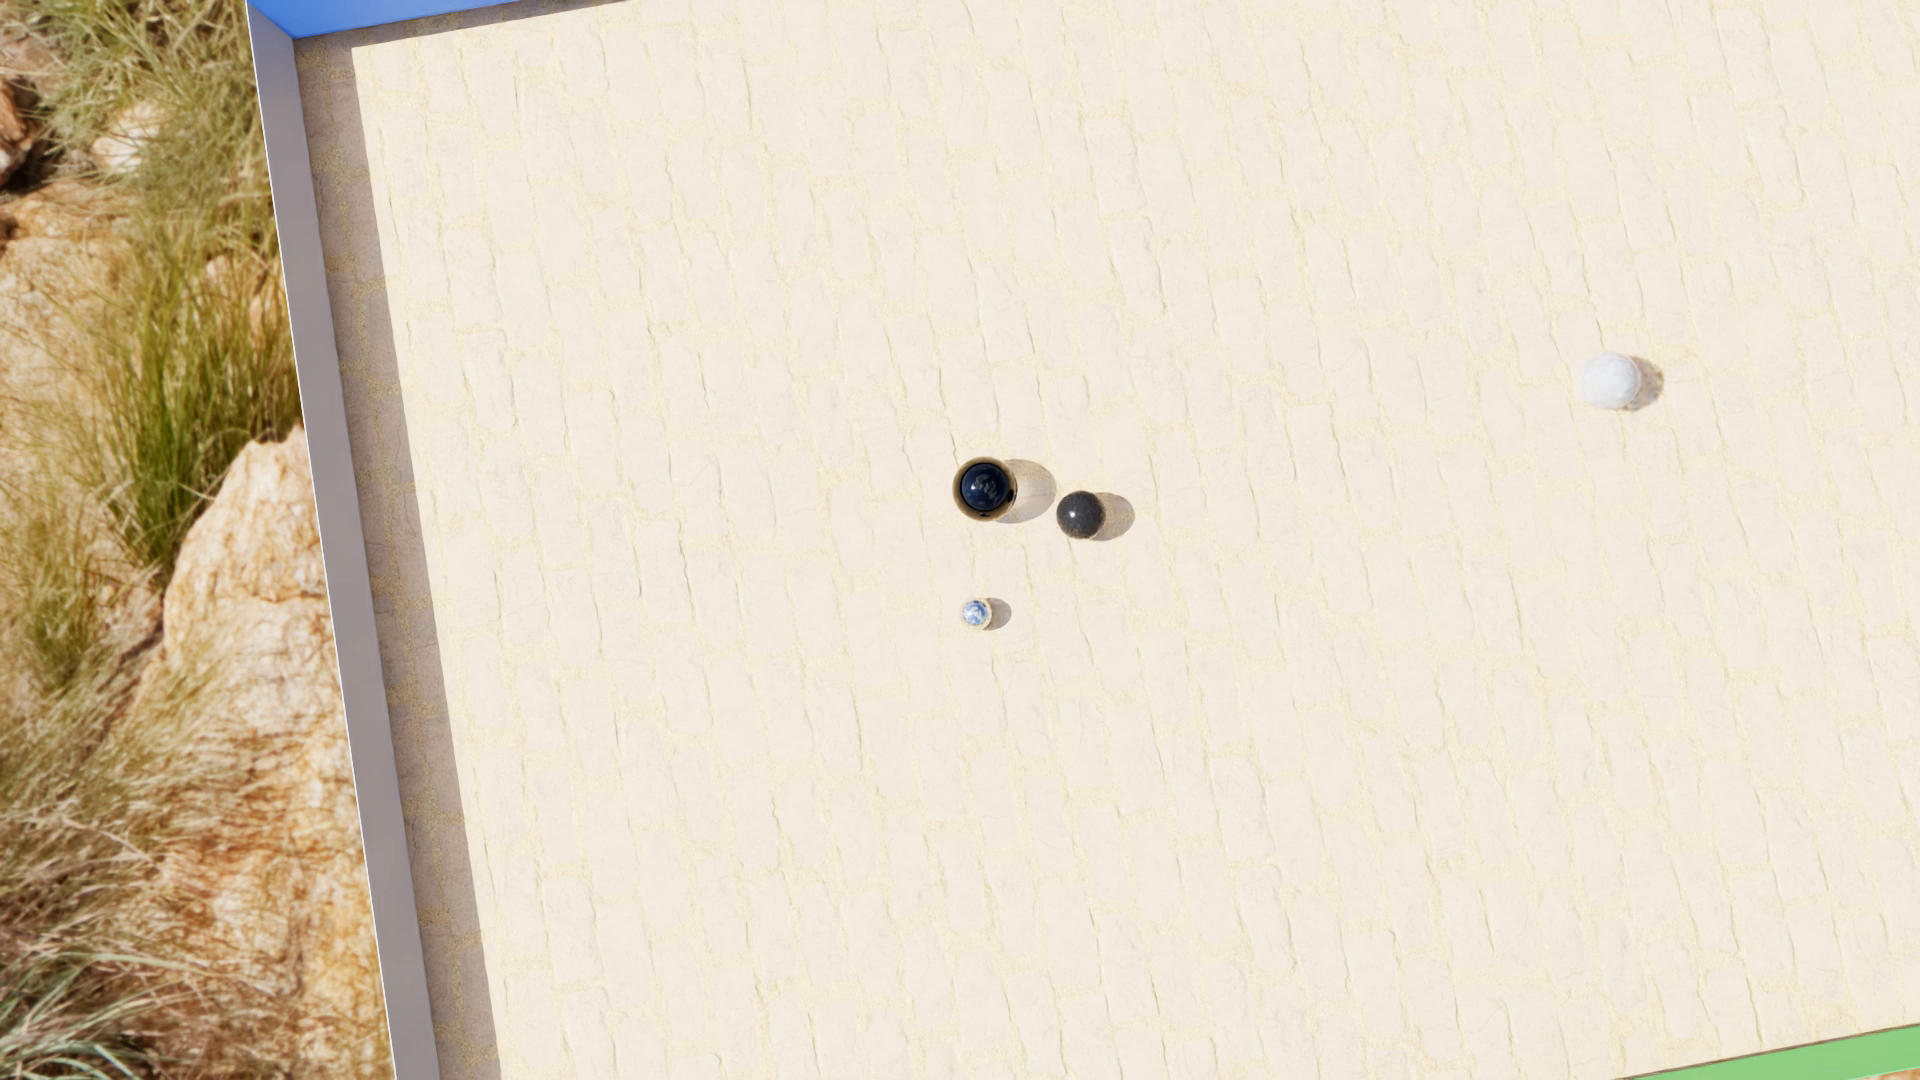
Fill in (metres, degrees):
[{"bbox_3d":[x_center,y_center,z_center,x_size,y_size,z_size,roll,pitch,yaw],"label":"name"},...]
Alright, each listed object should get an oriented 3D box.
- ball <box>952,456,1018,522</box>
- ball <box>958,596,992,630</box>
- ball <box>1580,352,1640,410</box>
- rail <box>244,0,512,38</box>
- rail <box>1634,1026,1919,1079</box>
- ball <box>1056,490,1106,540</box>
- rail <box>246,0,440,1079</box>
[{"bbox_3d":[0.037,-0.076,3.264,0.099,0.099,0.099,0,82,0],"label":"ball"},{"bbox_3d":[0.023,0.109,3.262,0.050,0.050,0.050,0,82,0],"label":"ball"},{"bbox_3d":[0.974,-0.239,3.294,0.088,0.088,0.088,0,82,0],"label":"ball"},{"bbox_3d":[0.727,-1.097,3.397,3.646,0.128,0.045,-10,82,-1],"label":"rail"},{"bbox_3d":[1.067,0.770,3.125,3.646,0.128,0.045,-10,82,-1],"label":"rail"},{"bbox_3d":[0.180,-0.037,3.271,0.075,0.075,0.075,0,82,0],"label":"ball"},{"bbox_3d":[-0.874,0.152,3.215,0.045,0.128,1.964,-10,82,-1],"label":"rail"}]
